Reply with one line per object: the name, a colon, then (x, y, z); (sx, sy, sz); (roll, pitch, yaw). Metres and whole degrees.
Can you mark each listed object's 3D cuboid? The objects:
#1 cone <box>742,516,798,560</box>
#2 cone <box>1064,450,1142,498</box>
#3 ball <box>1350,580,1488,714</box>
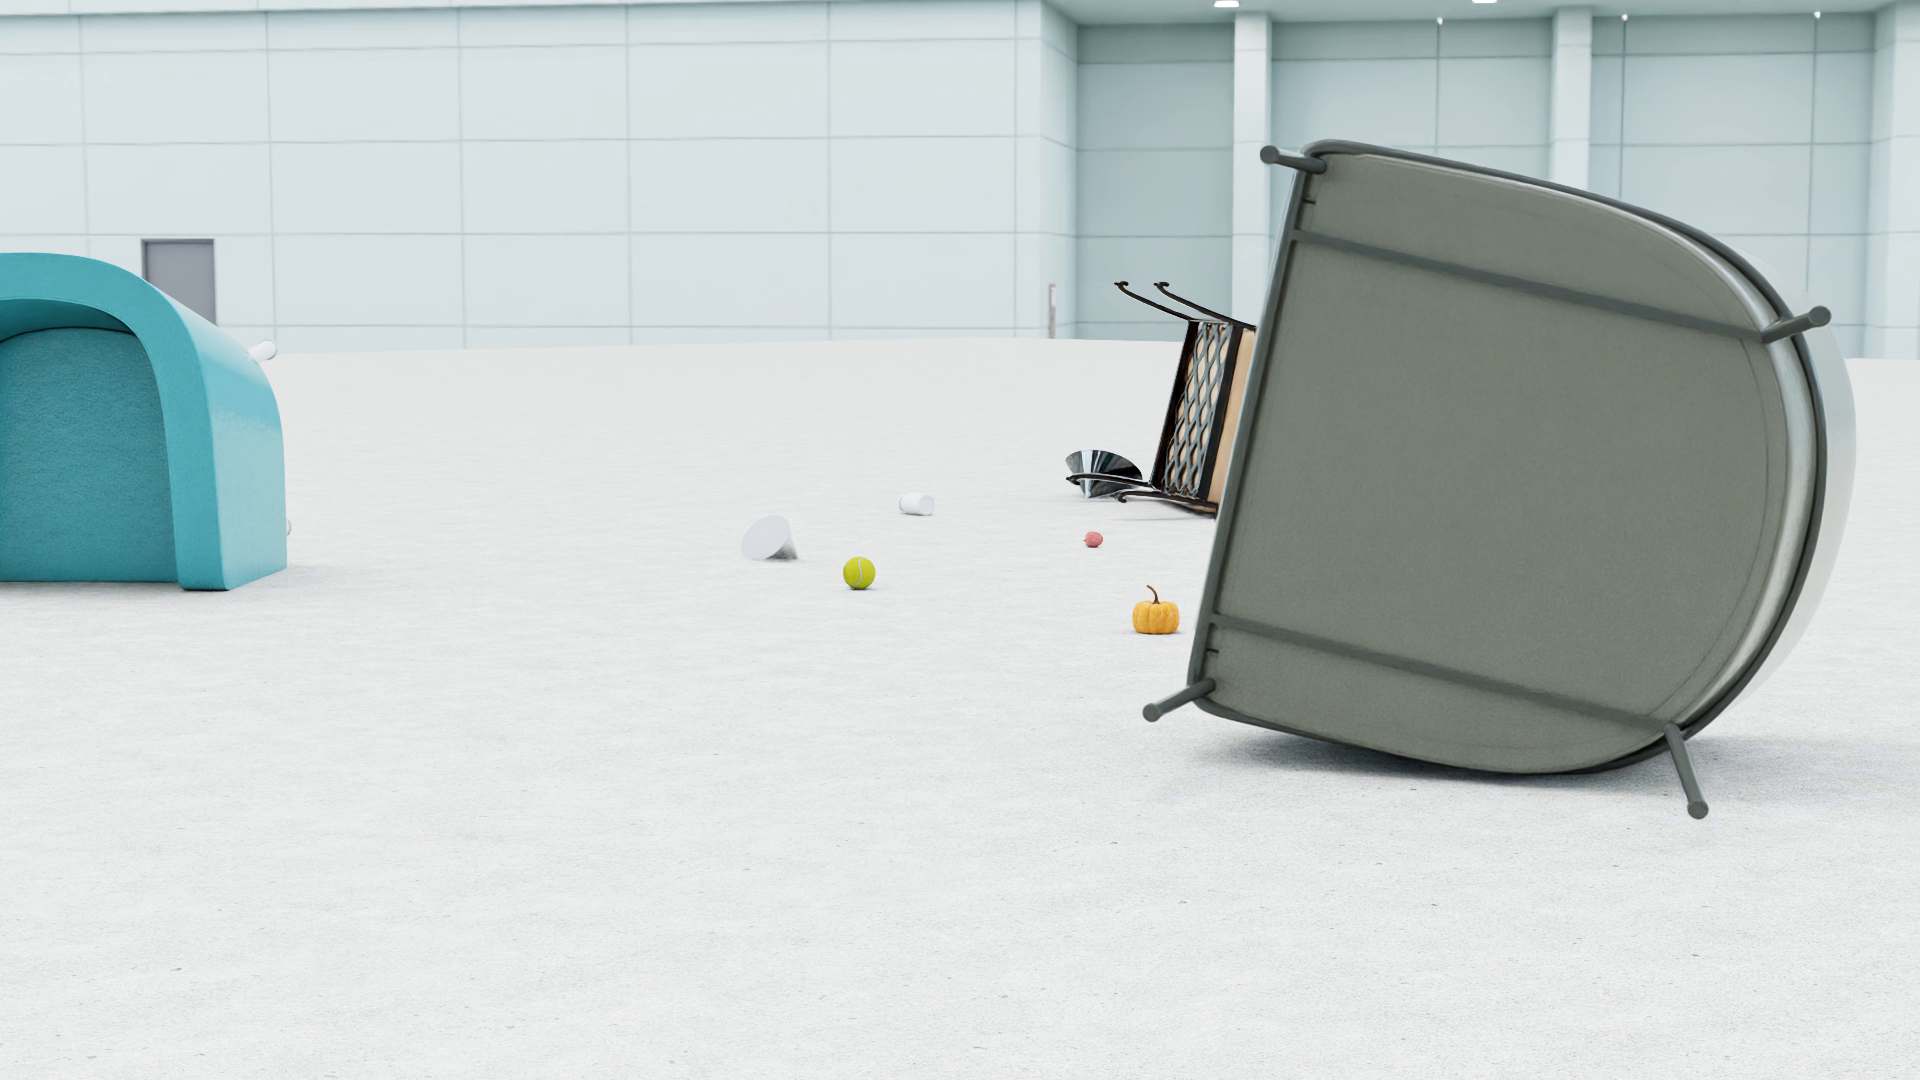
cone: (-0.417, 0.017, 5.996); (0.107, 0.116, 0.176); (32, -23, -36)
cone: (0.401, -0.162, 7.634); (0.282, 0.188, 0.112); (-1, 44, 42)
ball: (0.690, 0.161, 3.857); (0.204, 0.204, 0.204); (0, 6, 0)
